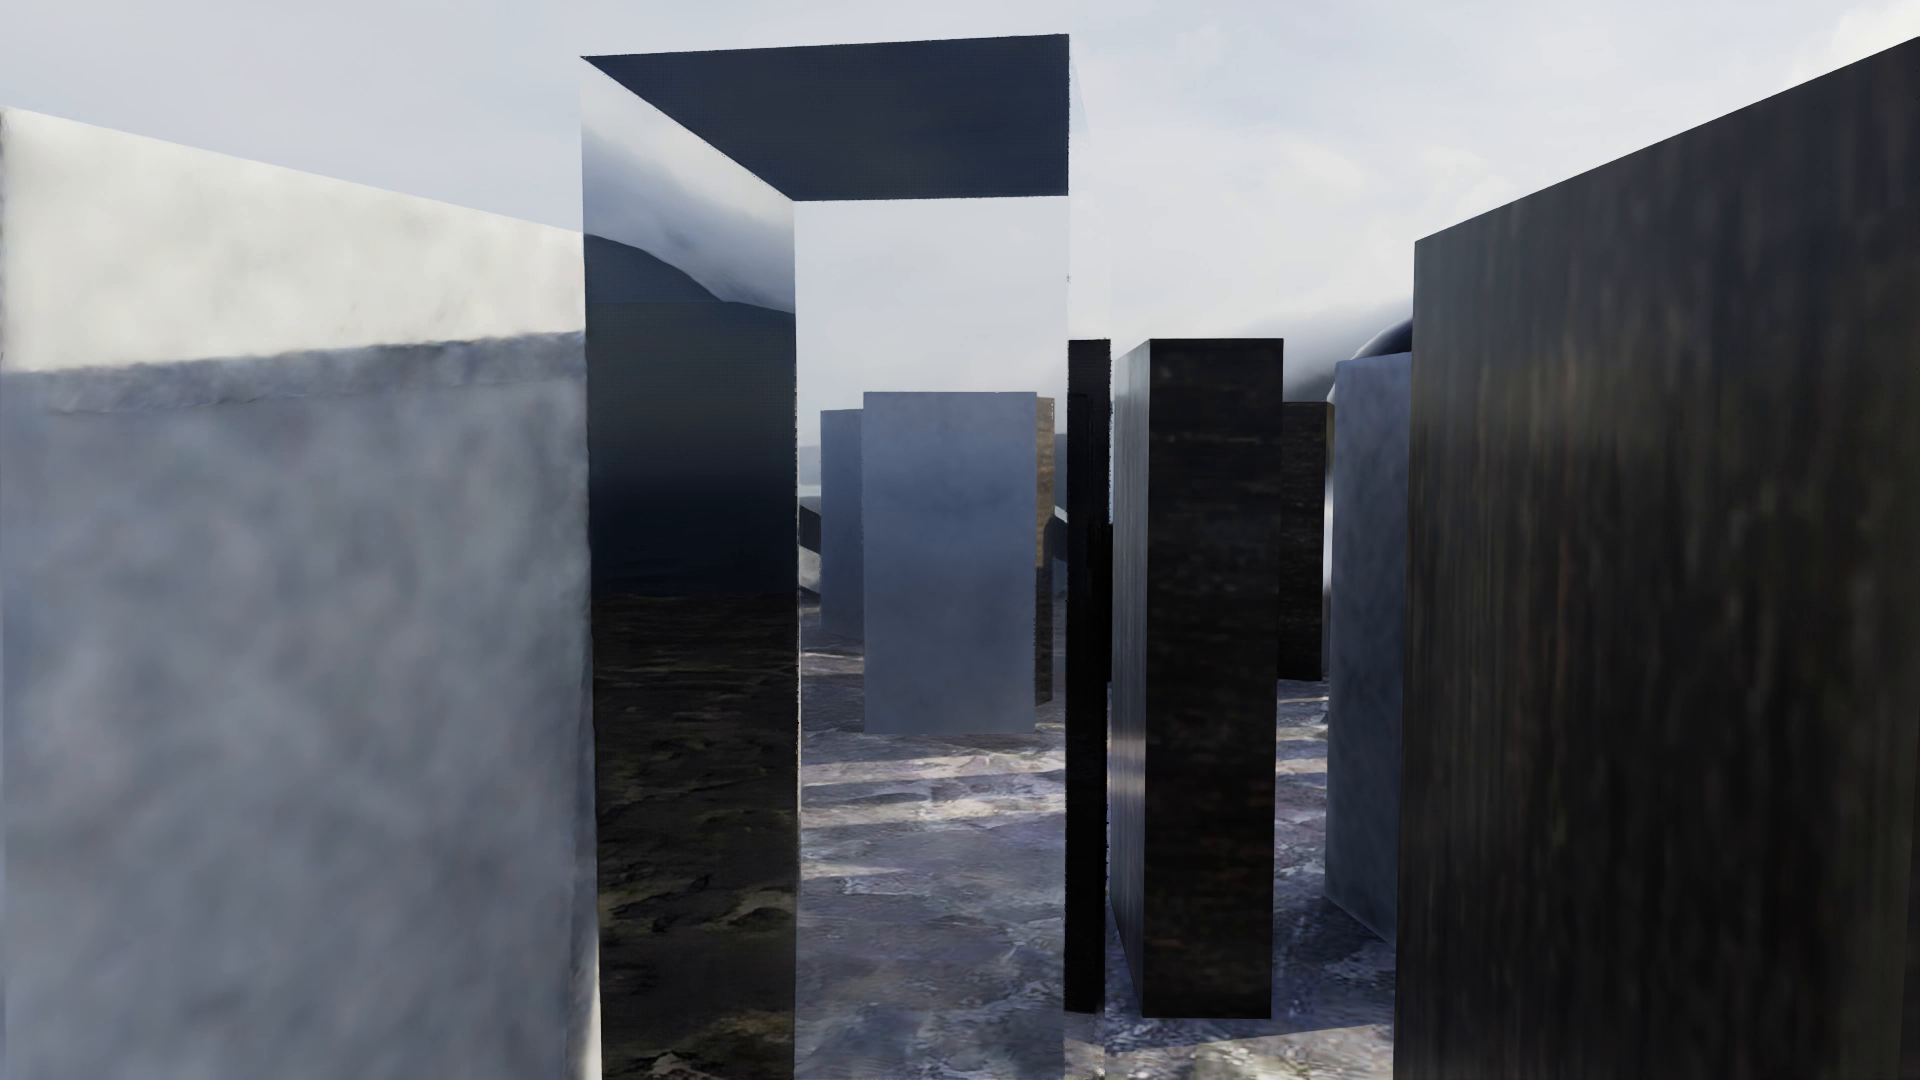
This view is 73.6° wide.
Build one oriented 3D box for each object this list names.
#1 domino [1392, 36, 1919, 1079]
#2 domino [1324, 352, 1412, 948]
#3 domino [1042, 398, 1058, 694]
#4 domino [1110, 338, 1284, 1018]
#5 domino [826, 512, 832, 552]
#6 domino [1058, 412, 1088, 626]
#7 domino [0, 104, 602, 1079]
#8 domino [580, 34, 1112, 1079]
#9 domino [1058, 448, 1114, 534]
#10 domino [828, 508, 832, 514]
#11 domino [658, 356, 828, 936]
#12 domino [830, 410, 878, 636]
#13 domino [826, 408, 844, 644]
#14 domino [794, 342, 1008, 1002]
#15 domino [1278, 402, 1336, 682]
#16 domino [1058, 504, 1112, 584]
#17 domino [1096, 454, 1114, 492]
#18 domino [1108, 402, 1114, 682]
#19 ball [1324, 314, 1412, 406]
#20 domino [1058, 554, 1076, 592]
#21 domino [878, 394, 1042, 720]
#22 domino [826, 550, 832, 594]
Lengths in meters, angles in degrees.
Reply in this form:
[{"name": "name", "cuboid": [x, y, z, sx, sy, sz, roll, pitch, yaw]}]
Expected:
[{"name": "domino", "cuboid": [0.022, 0.015, 0.037, 0.010, 0.050, 0.025, 0, 4, -2]}, {"name": "domino", "cuboid": [0.041, 0.009, 0.108, 0.009, 0.050, 0.025, -1, 4, -11]}, {"name": "domino", "cuboid": [0.004, 0.001, 0.223, 0.025, 0.050, 0.009, 2, 5, 28]}, {"name": "domino", "cuboid": [0.019, 0.010, 0.106, 0.009, 0.050, 0.025, 0, 4, 1]}, {"name": "domino", "cuboid": [-0.036, -0.001, 0.367, 0.050, 0.010, 0.025, 27, -5, -19]}, {"name": "domino", "cuboid": [0.022, -0.006, 0.312, 0.009, 0.050, 0.025, -1, 4, -11]}, {"name": "domino", "cuboid": [-0.022, 0.014, 0.044, 0.009, 0.050, 0.025, 7, 7, 24]}, {"name": "domino", "cuboid": [-0.001, 0.015, 0.038, 0.010, 0.050, 0.025, 1, 4, 8]}, {"name": "domino", "cuboid": [0.048, -0.006, 0.375, 0.050, 0.009, 0.025, 44, 10, 5]}, {"name": "domino", "cuboid": [-0.013, -0.001, 0.379, 0.050, 0.010, 0.025, 27, 5, 1]}, {"name": "domino", "cuboid": [-0.024, 0.009, 0.120, 0.009, 0.050, 0.025, 3, 5, 35]}, {"name": "domino", "cuboid": [-0.019, -0.004, 0.293, 0.010, 0.050, 0.025, -3, 5, -34]}, {"name": "domino", "cuboid": [-0.037, -0.003, 0.279, 0.009, 0.050, 0.025, -4, 6, -43]}, {"name": "domino", "cuboid": [-0.004, 0.009, 0.109, 0.009, 0.050, 0.025, 1, 5, 18]}, {"name": "domino", "cuboid": [0.064, -0.001, 0.242, 0.010, 0.050, 0.025, 2, 5, 19]}, {"name": "domino", "cuboid": [0.031, -0.003, 0.378, 0.050, 0.009, 0.025, 32, 9, 7]}, {"name": "domino", "cuboid": [0.061, -0.006, 0.370, 0.050, 0.009, 0.025, 44, 10, 3]}, {"name": "domino", "cuboid": [0.020, 0.000, 0.238, 0.010, 0.050, 0.025, -3, 5, -31]}, {"name": "ball", "cuboid": [0.135, -0.023, 0.338, 0.080, 0.080, 0.080, 0, 4, 0]}, {"name": "domino", "cuboid": [0.010, -0.001, 0.379, 0.050, 0.010, 0.025, 27, 6, 3]}, {"name": "domino", "cuboid": [0.000, 0.002, 0.201, 0.025, 0.050, 0.009, 0, 4, 0]}, {"name": "domino", "cuboid": [-0.055, 0.001, 0.354, 0.050, 0.010, 0.025, 27, -9, -27]}]
